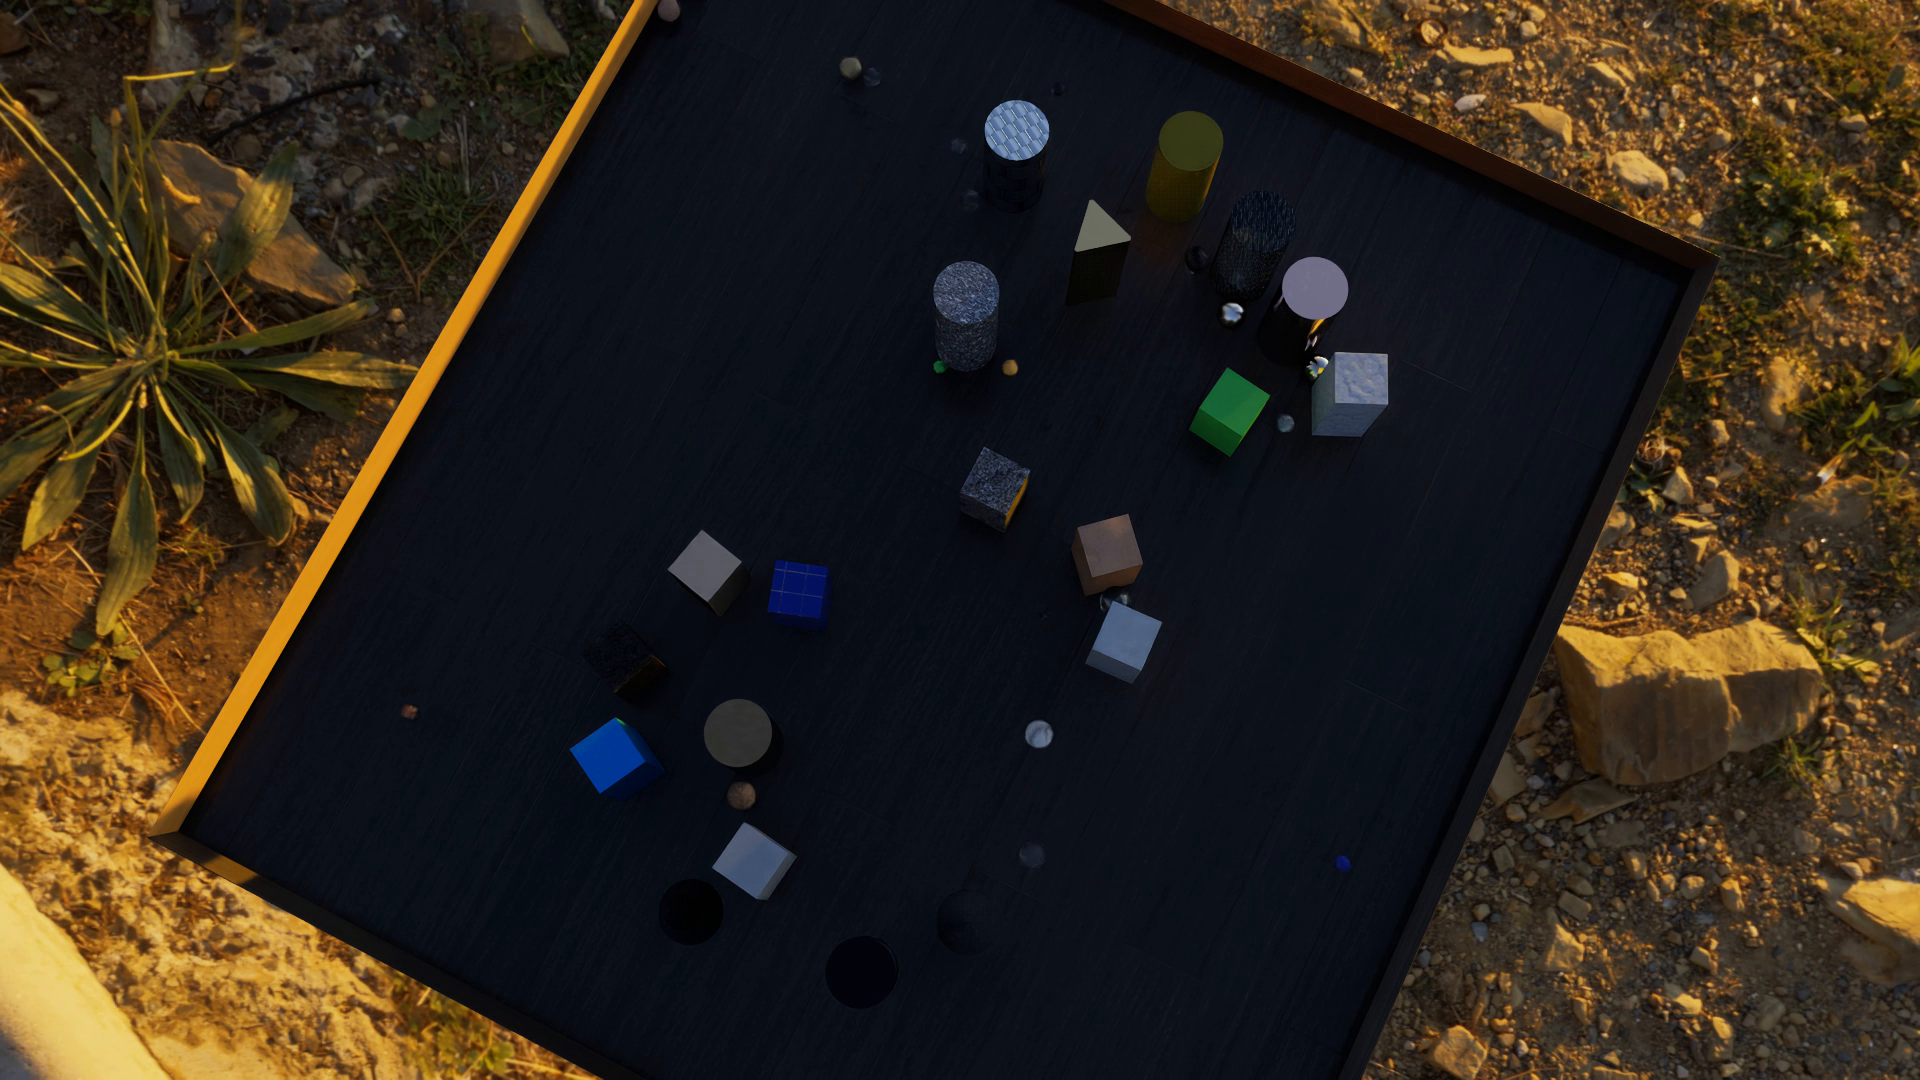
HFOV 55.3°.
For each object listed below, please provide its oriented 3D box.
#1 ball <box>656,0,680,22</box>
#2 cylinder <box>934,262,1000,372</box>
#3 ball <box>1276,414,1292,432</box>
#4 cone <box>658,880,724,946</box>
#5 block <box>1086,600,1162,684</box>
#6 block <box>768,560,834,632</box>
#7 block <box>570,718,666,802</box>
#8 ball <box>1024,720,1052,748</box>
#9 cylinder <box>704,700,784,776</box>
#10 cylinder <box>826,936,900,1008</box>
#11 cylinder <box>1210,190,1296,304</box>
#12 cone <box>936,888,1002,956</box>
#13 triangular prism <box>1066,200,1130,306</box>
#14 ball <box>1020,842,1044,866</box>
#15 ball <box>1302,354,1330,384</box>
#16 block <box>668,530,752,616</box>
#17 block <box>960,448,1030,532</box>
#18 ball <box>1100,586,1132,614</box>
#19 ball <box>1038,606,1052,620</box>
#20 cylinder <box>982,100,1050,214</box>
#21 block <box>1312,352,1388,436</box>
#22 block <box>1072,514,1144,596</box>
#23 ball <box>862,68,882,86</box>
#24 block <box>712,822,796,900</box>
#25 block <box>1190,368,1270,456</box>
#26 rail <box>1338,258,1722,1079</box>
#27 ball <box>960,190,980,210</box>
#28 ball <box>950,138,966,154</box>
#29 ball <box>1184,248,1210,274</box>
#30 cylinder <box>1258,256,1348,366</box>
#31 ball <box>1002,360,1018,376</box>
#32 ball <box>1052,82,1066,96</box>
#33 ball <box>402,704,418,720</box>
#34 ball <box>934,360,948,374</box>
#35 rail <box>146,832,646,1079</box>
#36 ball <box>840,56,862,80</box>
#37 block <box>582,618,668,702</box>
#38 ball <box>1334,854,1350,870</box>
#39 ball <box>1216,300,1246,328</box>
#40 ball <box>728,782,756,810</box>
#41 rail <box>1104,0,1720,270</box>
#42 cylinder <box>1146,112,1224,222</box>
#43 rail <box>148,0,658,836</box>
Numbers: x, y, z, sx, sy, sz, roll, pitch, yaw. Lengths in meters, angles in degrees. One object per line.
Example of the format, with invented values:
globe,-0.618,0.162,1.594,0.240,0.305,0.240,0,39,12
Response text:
ball,-0.945,-1.716,5.932,0.077,0.077,0.077,0,78,0
cylinder,0.018,-0.667,5.517,0.192,0.466,0.192,0,78,0
ball,1.002,-0.364,5.664,0.054,0.054,0.054,0,78,0
cone,-0.791,1.053,5.191,0.192,0.406,0.192,0,78,0
block,0.479,0.305,5.398,0.153,0.304,0.153,24,79,5
block,-0.472,0.169,5.452,0.153,0.255,0.153,8,78,2
block,-0.986,0.639,5.300,0.153,0.361,0.153,-35,80,-7
ball,0.235,0.578,5.454,0.084,0.084,0.084,0,78,0
cylinder,-0.623,0.577,5.316,0.192,0.355,0.192,0,78,0
cylinder,-0.271,1.215,5.171,0.192,0.381,0.192,0,78,0
cylinder,0.884,-0.882,5.564,0.192,0.461,0.192,0,78,0
cone,0.025,1.081,5.187,0.192,0.403,0.192,0,78,0
triangular prism,0.398,-0.874,5.553,0.166,0.479,0.144,-13,79,-3
ball,0.212,0.922,5.388,0.073,0.073,0.073,0,78,0
ball,1.109,-0.530,5.678,0.094,0.094,0.094,0,78,0
block,-0.742,0.102,5.456,0.153,0.273,0.153,38,81,7
block,0.104,-0.148,5.516,0.153,0.257,0.153,27,80,5
ball,0.469,0.187,5.529,0.096,0.096,0.096,0,78,0
ball,0.257,0.222,5.548,0.043,0.043,0.043,0,78,0
cylinder,0.169,-1.175,5.647,0.192,0.416,0.192,0,78,0
block,1.170,-0.435,5.521,0.153,0.362,0.153,2,78,0
block,0.434,0.048,5.447,0.153,0.312,0.153,-15,79,-3
ball,-0.283,-1.488,5.894,0.059,0.059,0.059,0,78,0
block,-0.588,0.927,5.278,0.153,0.288,0.153,34,80,7
block,0.817,-0.386,5.570,0.153,0.247,0.153,34,80,7
rail,1.511,0.746,5.397,0.045,0.125,3.695,26,80,5
ball,0.030,-1.076,5.807,0.063,0.063,0.063,0,78,0
ball,-0.007,-1.258,5.853,0.046,0.046,0.046,0,78,0
ball,0.744,-0.877,5.758,0.079,0.079,0.079,0,78,0
cylinder,1.027,-0.682,5.524,0.192,0.458,0.192,0,78,0
ball,0.156,-0.538,5.702,0.050,0.050,0.050,0,78,0
ball,0.317,-1.450,5.893,0.047,0.047,0.047,0,78,0
ball,-1.645,0.516,5.485,0.047,0.047,0.047,0,78,0
ball,-0.060,-0.539,5.707,0.041,0.041,0.041,0,78,0
rail,-0.816,1.604,5.220,3.425,0.125,0.045,26,80,5
ball,-0.351,-1.517,5.894,0.072,0.072,0.072,0,78,0
block,-0.988,0.360,5.412,0.153,0.254,0.153,-41,81,-8
ball,1.125,0.950,5.397,0.045,0.045,0.045,0,78,0
ball,0.846,-0.704,5.716,0.091,0.091,0.091,0,78,0
ball,-0.645,0.756,5.416,0.086,0.086,0.086,0,78,0
rail,0.816,-1.591,5.881,3.425,0.125,0.045,26,80,5
cylinder,0.687,-1.143,5.643,0.192,0.411,0.192,0,78,0
rail,-1.511,-0.733,5.704,0.045,0.125,3.695,26,80,5
